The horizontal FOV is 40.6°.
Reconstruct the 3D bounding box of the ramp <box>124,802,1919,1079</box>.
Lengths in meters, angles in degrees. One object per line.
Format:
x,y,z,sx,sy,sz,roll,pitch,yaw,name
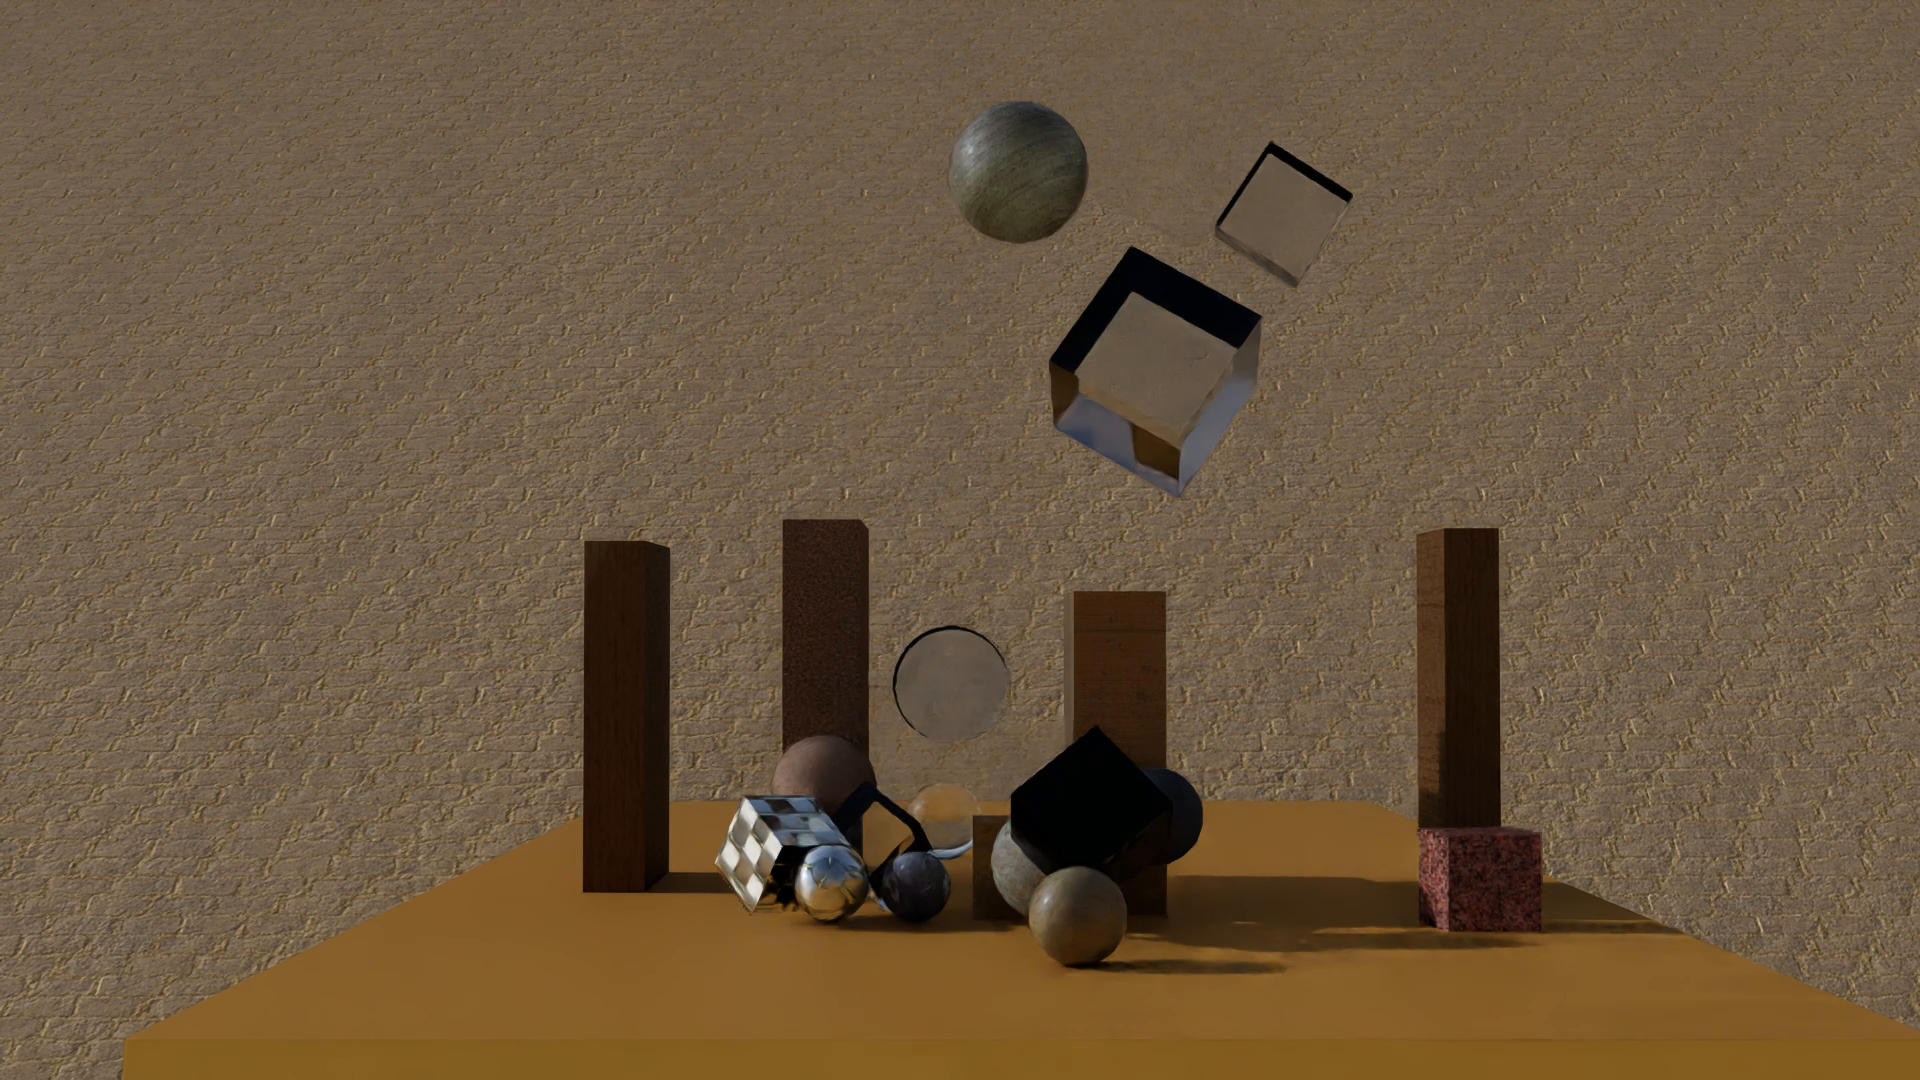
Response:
0.078,0.670,4.859,2.000,0.100,4.000,0,-2,0,ramp

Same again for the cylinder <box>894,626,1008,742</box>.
-0.013,0.235,4.197,0.184,0.184,0.184,0,-4,1,cylinder

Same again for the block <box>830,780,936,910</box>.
-0.136,0.486,4.134,0.122,0.122,0.122,35,72,29,block

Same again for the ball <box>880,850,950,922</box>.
-0.069,0.537,4.028,0.108,0.108,0.108,0,36,0,ball

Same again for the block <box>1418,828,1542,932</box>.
0.791,0.516,3.960,0.144,0.144,0.144,0,-2,-8,block

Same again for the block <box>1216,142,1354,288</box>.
0.365,-0.366,2.938,0.110,0.110,0.110,34,2,5,block

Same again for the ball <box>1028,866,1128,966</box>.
0.159,0.505,3.496,0.134,0.134,0.134,0,36,0,ball

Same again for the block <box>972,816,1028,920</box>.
0.096,0.518,4.116,0.151,0.151,0.151,0,-2,1,block

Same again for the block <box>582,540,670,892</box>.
-0.596,0.311,4.672,0.106,0.605,0.380,0,-2,0,block

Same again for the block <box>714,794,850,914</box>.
-0.277,0.488,4.045,0.130,0.130,0.130,5,29,-39,block

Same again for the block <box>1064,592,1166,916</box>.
0.254,0.344,4.310,0.147,0.513,0.386,0,-2,0,block

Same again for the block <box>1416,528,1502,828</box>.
0.869,0.296,4.538,0.093,0.624,0.266,0,-2,0,block

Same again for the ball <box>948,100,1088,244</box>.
0.062,-0.391,2.766,0.150,0.150,0.150,0,36,0,ball

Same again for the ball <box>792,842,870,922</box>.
-0.196,0.519,3.946,0.119,0.119,0.119,0,36,0,ball

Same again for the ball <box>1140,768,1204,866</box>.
0.302,0.429,4.038,0.152,0.152,0.152,0,36,0,ball

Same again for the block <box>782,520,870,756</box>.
-0.231,0.291,4.532,0.129,0.635,0.426,0,-2,0,block

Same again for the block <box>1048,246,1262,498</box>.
0.218,-0.186,2.903,0.168,0.168,0.168,30,72,16,block

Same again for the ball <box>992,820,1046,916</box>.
0.137,0.489,3.952,0.179,0.179,0.179,0,36,0,ball

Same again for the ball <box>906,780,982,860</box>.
-0.032,0.552,5.120,0.154,0.154,0.154,0,36,0,ball

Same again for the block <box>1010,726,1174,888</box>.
0.191,0.412,3.798,0.166,0.166,0.166,-37,66,-18,block

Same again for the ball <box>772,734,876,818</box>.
-0.221,0.403,4.229,0.172,0.172,0.172,0,36,0,ball
